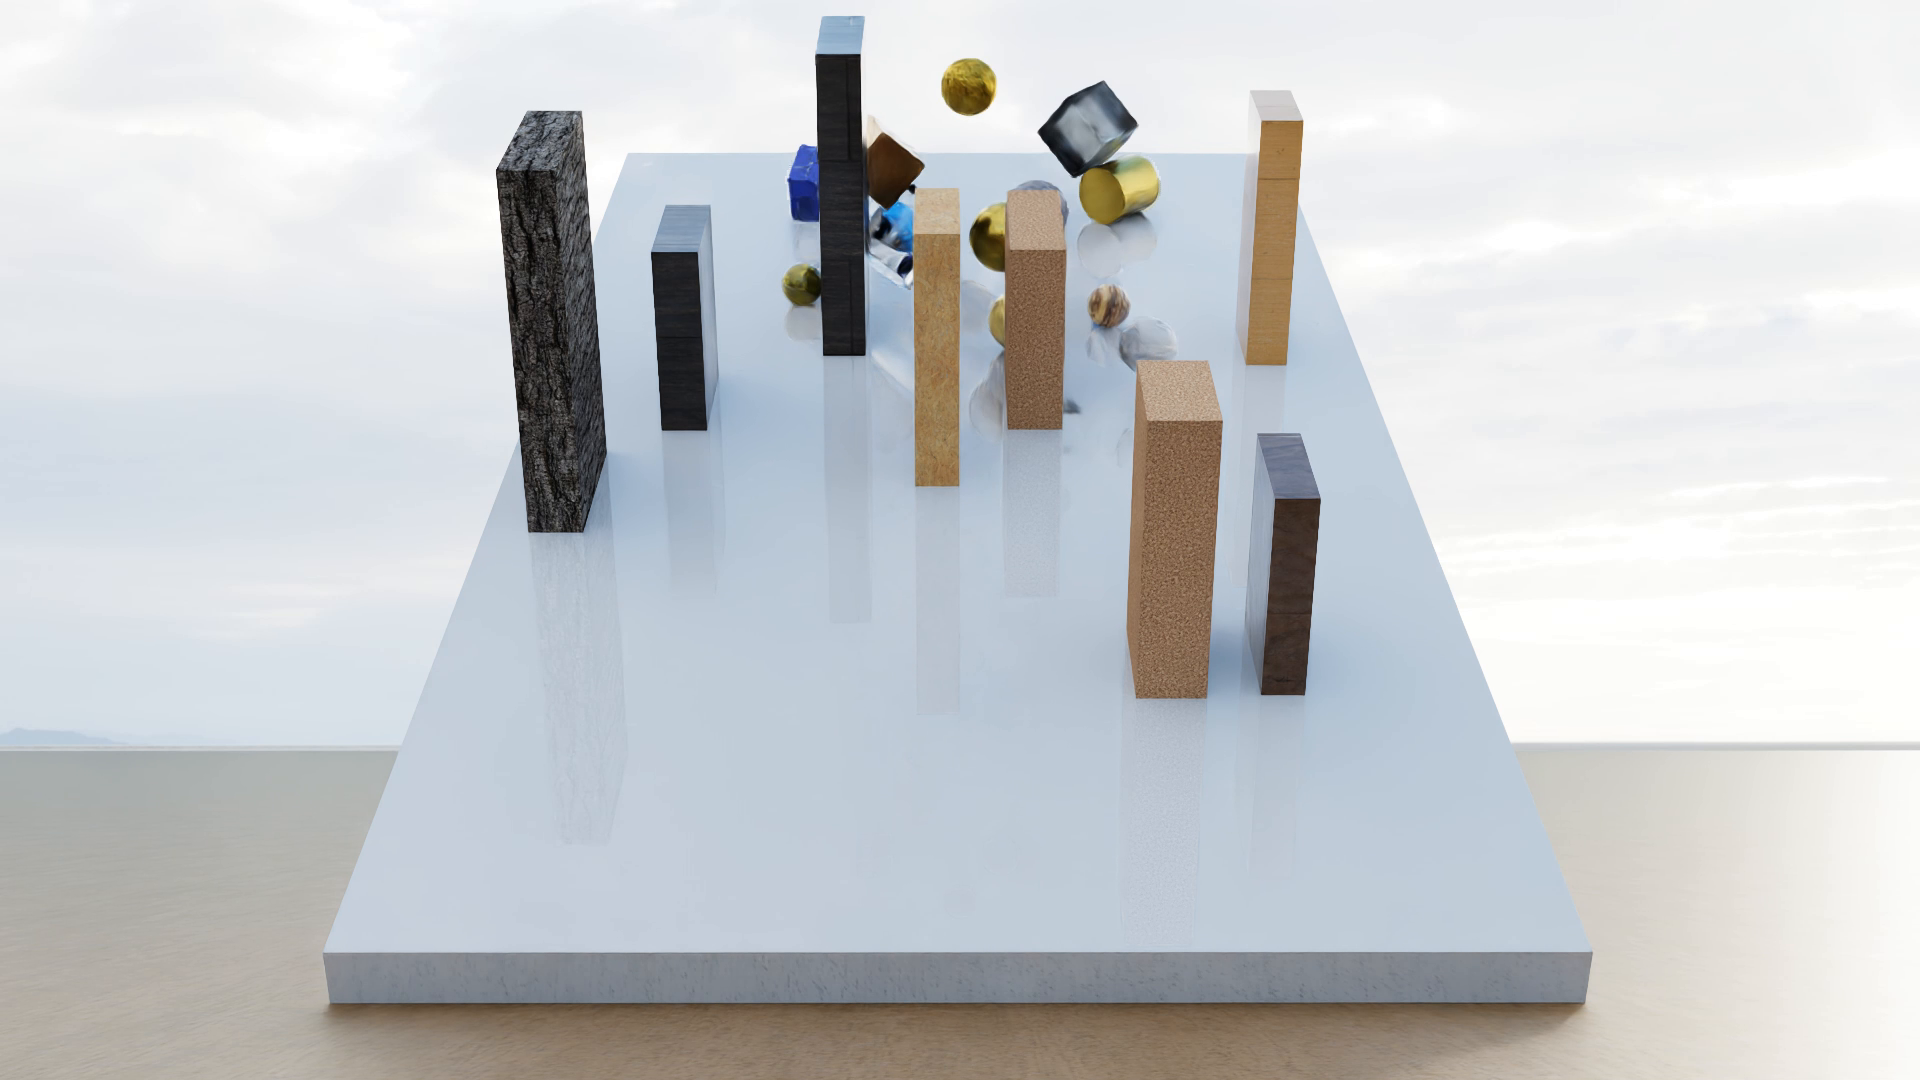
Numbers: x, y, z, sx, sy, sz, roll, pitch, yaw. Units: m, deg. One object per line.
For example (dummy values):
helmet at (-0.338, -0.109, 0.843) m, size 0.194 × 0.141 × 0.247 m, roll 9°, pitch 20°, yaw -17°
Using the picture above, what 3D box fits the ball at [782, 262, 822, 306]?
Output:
ball at (-0.407, -0.663, 6.154) m, size 0.111 × 0.111 × 0.111 m, roll 0°, pitch -5°, yaw 0°

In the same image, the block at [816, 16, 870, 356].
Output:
block at (-0.285, -0.872, 5.853) m, size 0.106 × 0.759 × 0.344 m, roll 0°, pitch 27°, yaw 0°

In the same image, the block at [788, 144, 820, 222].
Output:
block at (-0.388, -1.002, 6.709) m, size 0.151 × 0.151 × 0.151 m, roll 7°, pitch -41°, yaw 9°

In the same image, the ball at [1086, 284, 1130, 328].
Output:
ball at (0.377, -0.594, 6.025) m, size 0.111 × 0.111 × 0.111 m, roll 0°, pitch -5°, yaw 0°

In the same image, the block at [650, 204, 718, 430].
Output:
block at (-0.636, -0.519, 5.519) m, size 0.105 × 0.436 × 0.316 m, roll 0°, pitch 27°, yaw 0°

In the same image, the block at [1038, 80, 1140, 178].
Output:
block at (0.360, -1.153, 6.670) m, size 0.168 × 0.168 × 0.168 m, roll -33°, pitch -7°, yaw -41°

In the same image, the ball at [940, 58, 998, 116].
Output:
ball at (0.026, -1.288, 6.751) m, size 0.163 × 0.163 × 0.163 m, roll 0°, pitch -5°, yaw 0°

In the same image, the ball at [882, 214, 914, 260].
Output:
ball at (-0.154, -0.823, 6.455) m, size 0.120 × 0.120 × 0.120 m, roll 0°, pitch -5°, yaw 0°

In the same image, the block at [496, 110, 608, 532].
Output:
block at (-0.854, -0.460, 5.012) m, size 0.116 × 0.797 × 0.394 m, roll 0°, pitch 27°, yaw 0°

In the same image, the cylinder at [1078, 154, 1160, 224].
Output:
cylinder at (0.451, -0.998, 6.749) m, size 0.163 × 0.163 × 0.163 m, roll -5°, pitch 17°, yaw 45°

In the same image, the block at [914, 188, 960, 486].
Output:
block at (-0.050, -0.446, 5.221) m, size 0.098 × 0.585 × 0.299 m, roll 0°, pitch 27°, yaw 0°

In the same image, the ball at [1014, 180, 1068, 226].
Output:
ball at (0.211, -0.904, 6.552) m, size 0.177 × 0.177 × 0.177 m, roll 0°, pitch -5°, yaw 0°

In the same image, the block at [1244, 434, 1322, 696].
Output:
block at (0.603, 0.044, 4.467) m, size 0.082 × 0.410 × 0.279 m, roll 0°, pitch 27°, yaw 0°

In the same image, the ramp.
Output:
ramp at (-0.011, -0.225, 5.539) m, size 2.000 × 0.100 × 4.000 m, roll 0°, pitch 27°, yaw 0°

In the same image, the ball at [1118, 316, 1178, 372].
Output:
ball at (0.441, -0.455, 5.572) m, size 0.136 × 0.136 × 0.136 m, roll 0°, pitch -5°, yaw 0°

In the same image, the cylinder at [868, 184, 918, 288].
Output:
cylinder at (-0.157, -0.809, 6.235) m, size 0.210 × 0.210 × 0.210 m, roll 36°, pitch -4°, yaw 3°

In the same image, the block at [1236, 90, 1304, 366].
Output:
block at (0.752, -0.760, 5.795) m, size 0.100 × 0.619 × 0.243 m, roll 0°, pitch 27°, yaw 0°

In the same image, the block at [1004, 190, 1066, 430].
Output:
block at (0.173, -0.544, 5.569) m, size 0.126 × 0.439 × 0.405 m, roll 0°, pitch 27°, yaw 0°

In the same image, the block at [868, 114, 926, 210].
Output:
block at (-0.208, -0.972, 6.108) m, size 0.152 × 0.152 × 0.152 m, roll 35°, pitch 13°, yaw -29°

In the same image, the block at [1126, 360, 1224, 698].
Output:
block at (0.394, -0.019, 4.414) m, size 0.132 × 0.568 × 0.269 m, roll 0°, pitch 27°, yaw 0°

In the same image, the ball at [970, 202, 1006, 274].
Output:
ball at (0.112, -0.758, 5.945) m, size 0.179 × 0.179 × 0.179 m, roll 0°, pitch -5°, yaw 0°

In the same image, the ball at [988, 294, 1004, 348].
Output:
ball at (0.144, -0.543, 5.882) m, size 0.151 × 0.151 × 0.151 m, roll 0°, pitch -5°, yaw 0°
